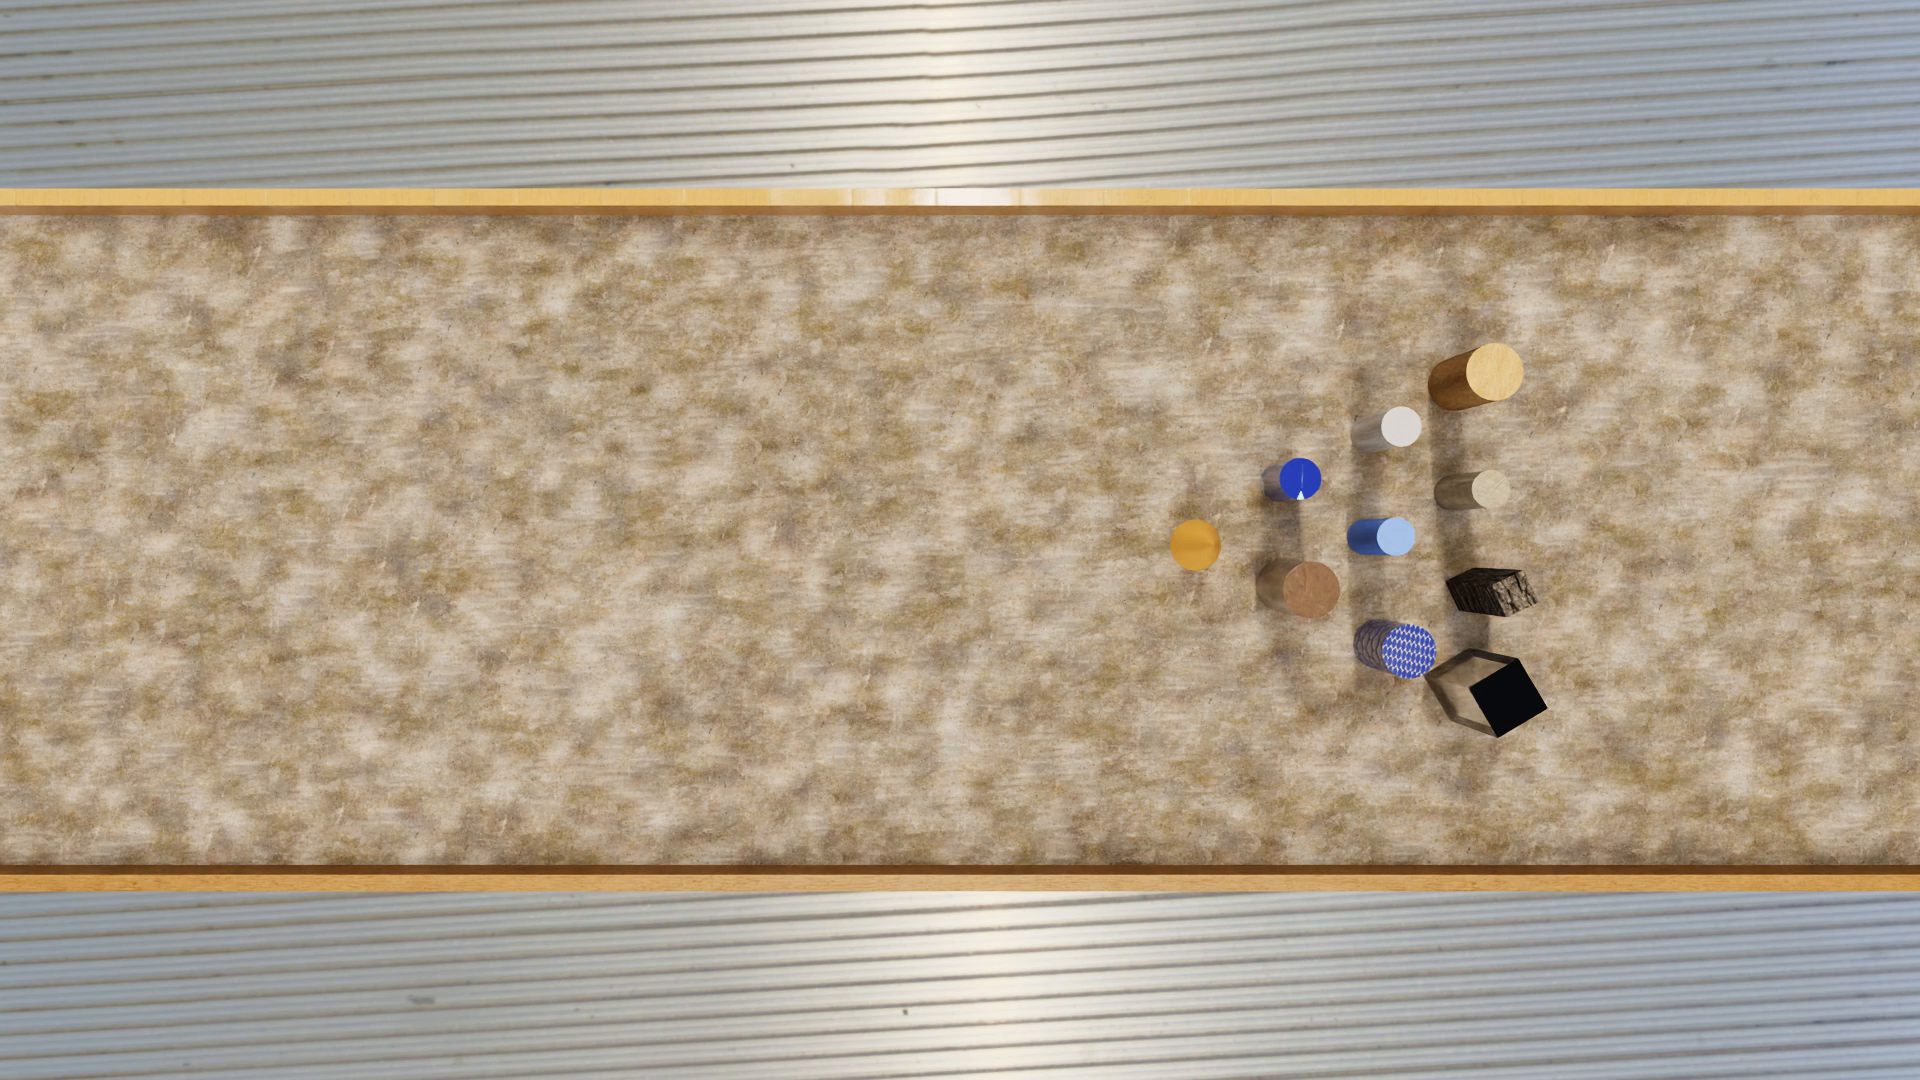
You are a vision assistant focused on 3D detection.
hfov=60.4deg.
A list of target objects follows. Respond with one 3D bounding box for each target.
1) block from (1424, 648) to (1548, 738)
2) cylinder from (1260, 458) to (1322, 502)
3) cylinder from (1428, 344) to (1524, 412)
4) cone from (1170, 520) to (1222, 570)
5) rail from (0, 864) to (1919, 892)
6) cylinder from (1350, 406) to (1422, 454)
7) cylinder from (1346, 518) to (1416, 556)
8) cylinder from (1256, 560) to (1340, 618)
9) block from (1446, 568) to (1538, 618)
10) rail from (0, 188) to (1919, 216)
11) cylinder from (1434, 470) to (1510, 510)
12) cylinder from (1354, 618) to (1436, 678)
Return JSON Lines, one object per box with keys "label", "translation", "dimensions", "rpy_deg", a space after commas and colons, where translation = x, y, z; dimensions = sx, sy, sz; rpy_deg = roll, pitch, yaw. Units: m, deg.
{"label": "block", "translation": [1.537, 0.444, 4.851], "dimensions": [0.164, 0.451, 0.164], "rpy_deg": [-31, 90, 0]}
{"label": "cylinder", "translation": [0.984, -0.177, 4.921], "dimensions": [0.121, 0.312, 0.121], "rpy_deg": [0, 90, 0]}
{"label": "cylinder", "translation": [1.522, -0.478, 4.884], "dimensions": [0.163, 0.385, 0.163], "rpy_deg": [0, 90, 0]}
{"label": "cone", "translation": [0.726, 0.016, 4.887], "dimensions": [0.158, 0.379, 0.158], "rpy_deg": [0, 90, 0]}
{"label": "rail", "translation": [-2.247, 1.025, 5.001], "dimensions": [12.000, 0.150, 0.050], "rpy_deg": [0, 90, 0]}
{"label": "cylinder", "translation": [1.259, -0.324, 4.890], "dimensions": [0.114, 0.374, 0.114], "rpy_deg": [0, 90, 0]}
{"label": "cylinder", "translation": [1.245, -0.009, 4.893], "dimensions": [0.109, 0.367, 0.109], "rpy_deg": [0, 90, 0]}
{"label": "cylinder", "translation": [0.990, 0.141, 4.860], "dimensions": [0.160, 0.432, 0.160], "rpy_deg": [0, 90, 0]}
{"label": "block", "translation": [1.559, 0.151, 4.854], "dimensions": [0.100, 0.446, 0.100], "rpy_deg": [-25, 90, 0]}
{"label": "rail", "translation": [-2.247, -1.025, 5.002], "dimensions": [12.000, 0.150, 0.050], "rpy_deg": [0, 90, 0]}
{"label": "cylinder", "translation": [1.512, -0.145, 4.887], "dimensions": [0.109, 0.379, 0.109], "rpy_deg": [0, 90, 0]}
{"label": "cylinder", "translation": [1.288, 0.320, 4.902], "dimensions": [0.156, 0.349, 0.156], "rpy_deg": [0, 90, 0]}
